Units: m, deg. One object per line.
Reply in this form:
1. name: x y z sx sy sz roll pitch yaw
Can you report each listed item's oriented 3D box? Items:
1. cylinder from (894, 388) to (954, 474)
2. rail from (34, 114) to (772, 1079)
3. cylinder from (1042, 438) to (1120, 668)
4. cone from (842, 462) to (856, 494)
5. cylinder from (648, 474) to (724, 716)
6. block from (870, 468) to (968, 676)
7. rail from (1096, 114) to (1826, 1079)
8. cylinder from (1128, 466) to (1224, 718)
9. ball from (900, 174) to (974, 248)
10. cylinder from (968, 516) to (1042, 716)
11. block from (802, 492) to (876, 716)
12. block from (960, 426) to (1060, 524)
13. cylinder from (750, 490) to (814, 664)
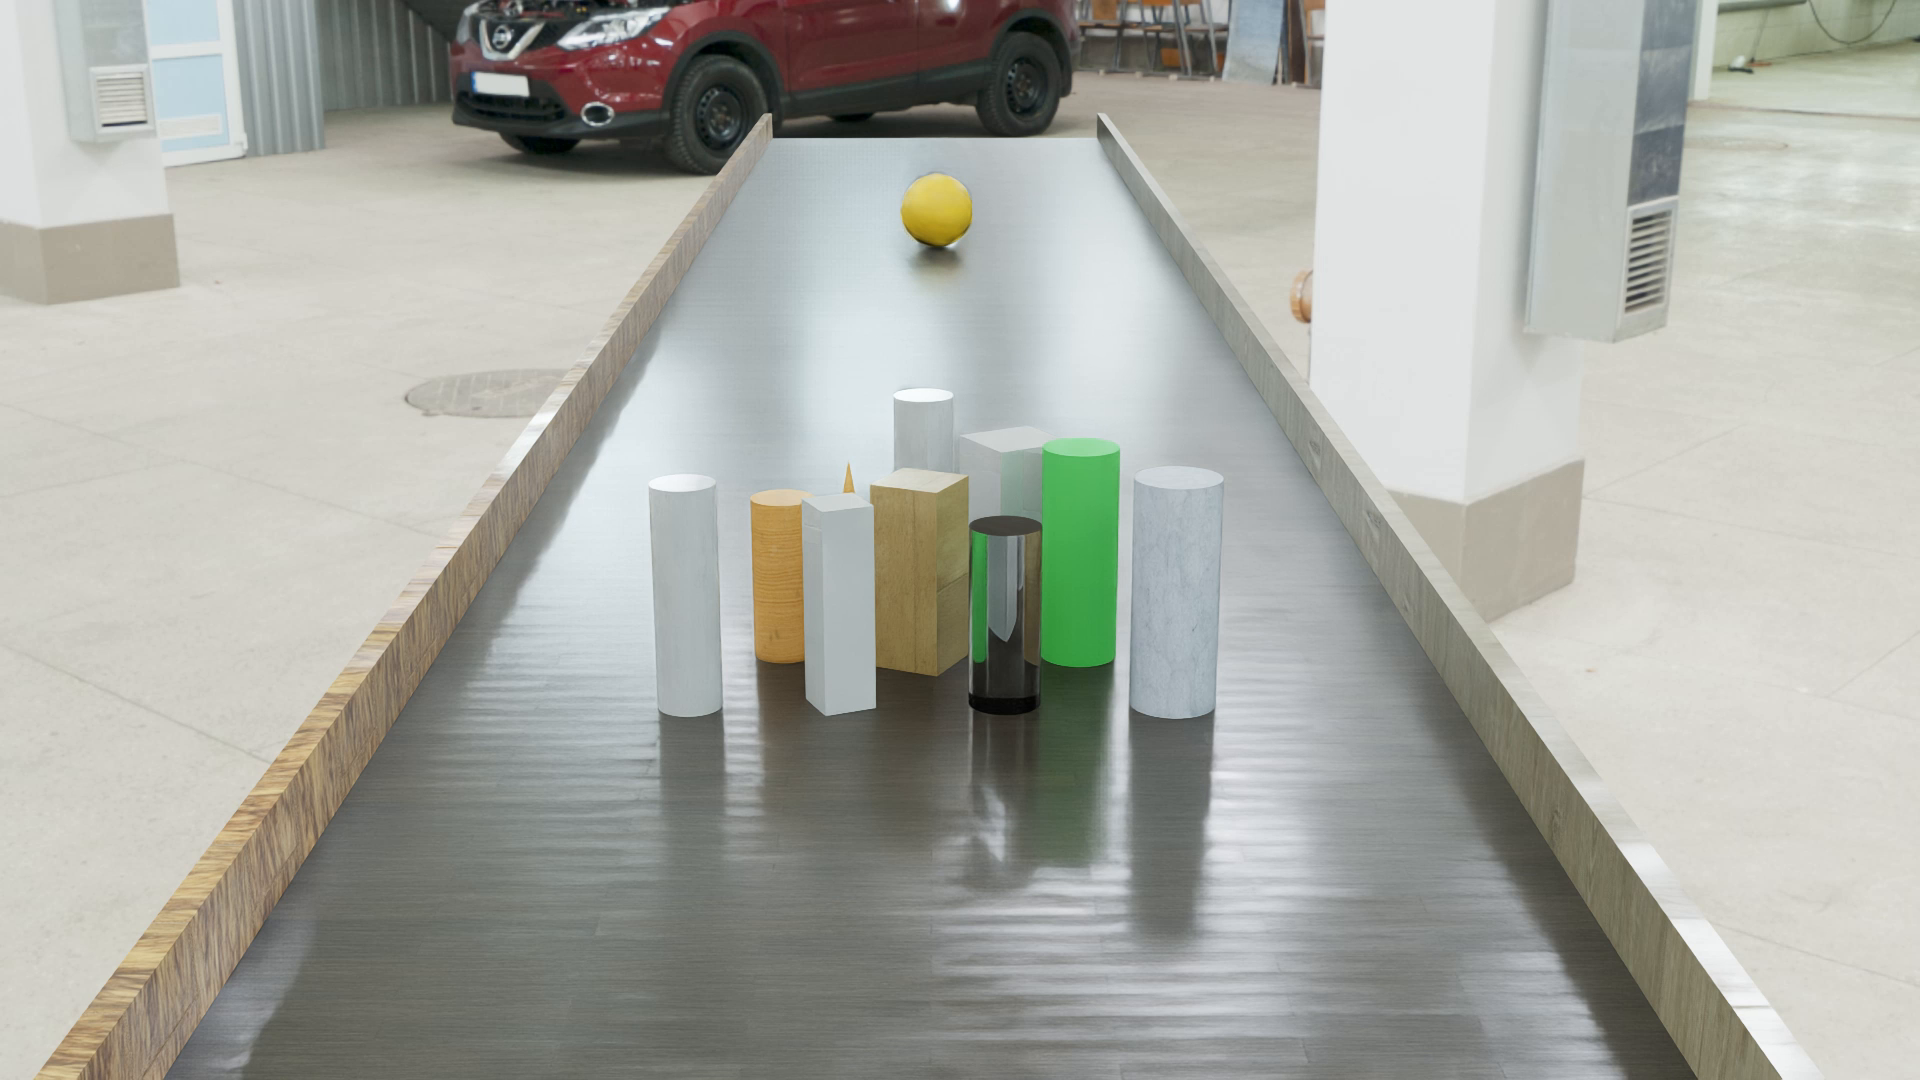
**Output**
1. cylinder: -0.080 -0.116 4.877 0.132 0.421 0.132 0 17 0
2. rail: -1.118 -0.838 7.780 0.050 0.150 12.000 0 17 -1
3. cylinder: 0.239 0.024 4.388 0.153 0.432 0.153 0 17 0
4. cone: -0.232 -0.003 4.635 0.125 0.344 0.125 0 17 0
5. cylinder: -0.511 0.104 4.111 0.124 0.437 0.124 0 17 0
6. block: -0.079 0.062 4.363 0.145 0.374 0.145 8 18 24
7. rail: 0.932 -0.844 7.801 0.050 0.150 12.000 0 17 -1
8. cylinder: 0.404 0.097 4.121 0.165 0.444 0.165 0 17 0
9. ball: -0.099 -1.413 9.432 0.312 0.312 0.312 0 17 0
10. cylinder: 0.085 0.141 4.138 0.137 0.350 0.137 0 17 0
11. block: -0.227 0.120 4.126 0.103 0.397 0.103 -8 18 -24
12. block: 0.114 -0.023 4.619 0.169 0.390 0.169 -9 19 -29
13. cylinder: -0.353 0.072 4.411 0.126 0.326 0.126 0 17 0
